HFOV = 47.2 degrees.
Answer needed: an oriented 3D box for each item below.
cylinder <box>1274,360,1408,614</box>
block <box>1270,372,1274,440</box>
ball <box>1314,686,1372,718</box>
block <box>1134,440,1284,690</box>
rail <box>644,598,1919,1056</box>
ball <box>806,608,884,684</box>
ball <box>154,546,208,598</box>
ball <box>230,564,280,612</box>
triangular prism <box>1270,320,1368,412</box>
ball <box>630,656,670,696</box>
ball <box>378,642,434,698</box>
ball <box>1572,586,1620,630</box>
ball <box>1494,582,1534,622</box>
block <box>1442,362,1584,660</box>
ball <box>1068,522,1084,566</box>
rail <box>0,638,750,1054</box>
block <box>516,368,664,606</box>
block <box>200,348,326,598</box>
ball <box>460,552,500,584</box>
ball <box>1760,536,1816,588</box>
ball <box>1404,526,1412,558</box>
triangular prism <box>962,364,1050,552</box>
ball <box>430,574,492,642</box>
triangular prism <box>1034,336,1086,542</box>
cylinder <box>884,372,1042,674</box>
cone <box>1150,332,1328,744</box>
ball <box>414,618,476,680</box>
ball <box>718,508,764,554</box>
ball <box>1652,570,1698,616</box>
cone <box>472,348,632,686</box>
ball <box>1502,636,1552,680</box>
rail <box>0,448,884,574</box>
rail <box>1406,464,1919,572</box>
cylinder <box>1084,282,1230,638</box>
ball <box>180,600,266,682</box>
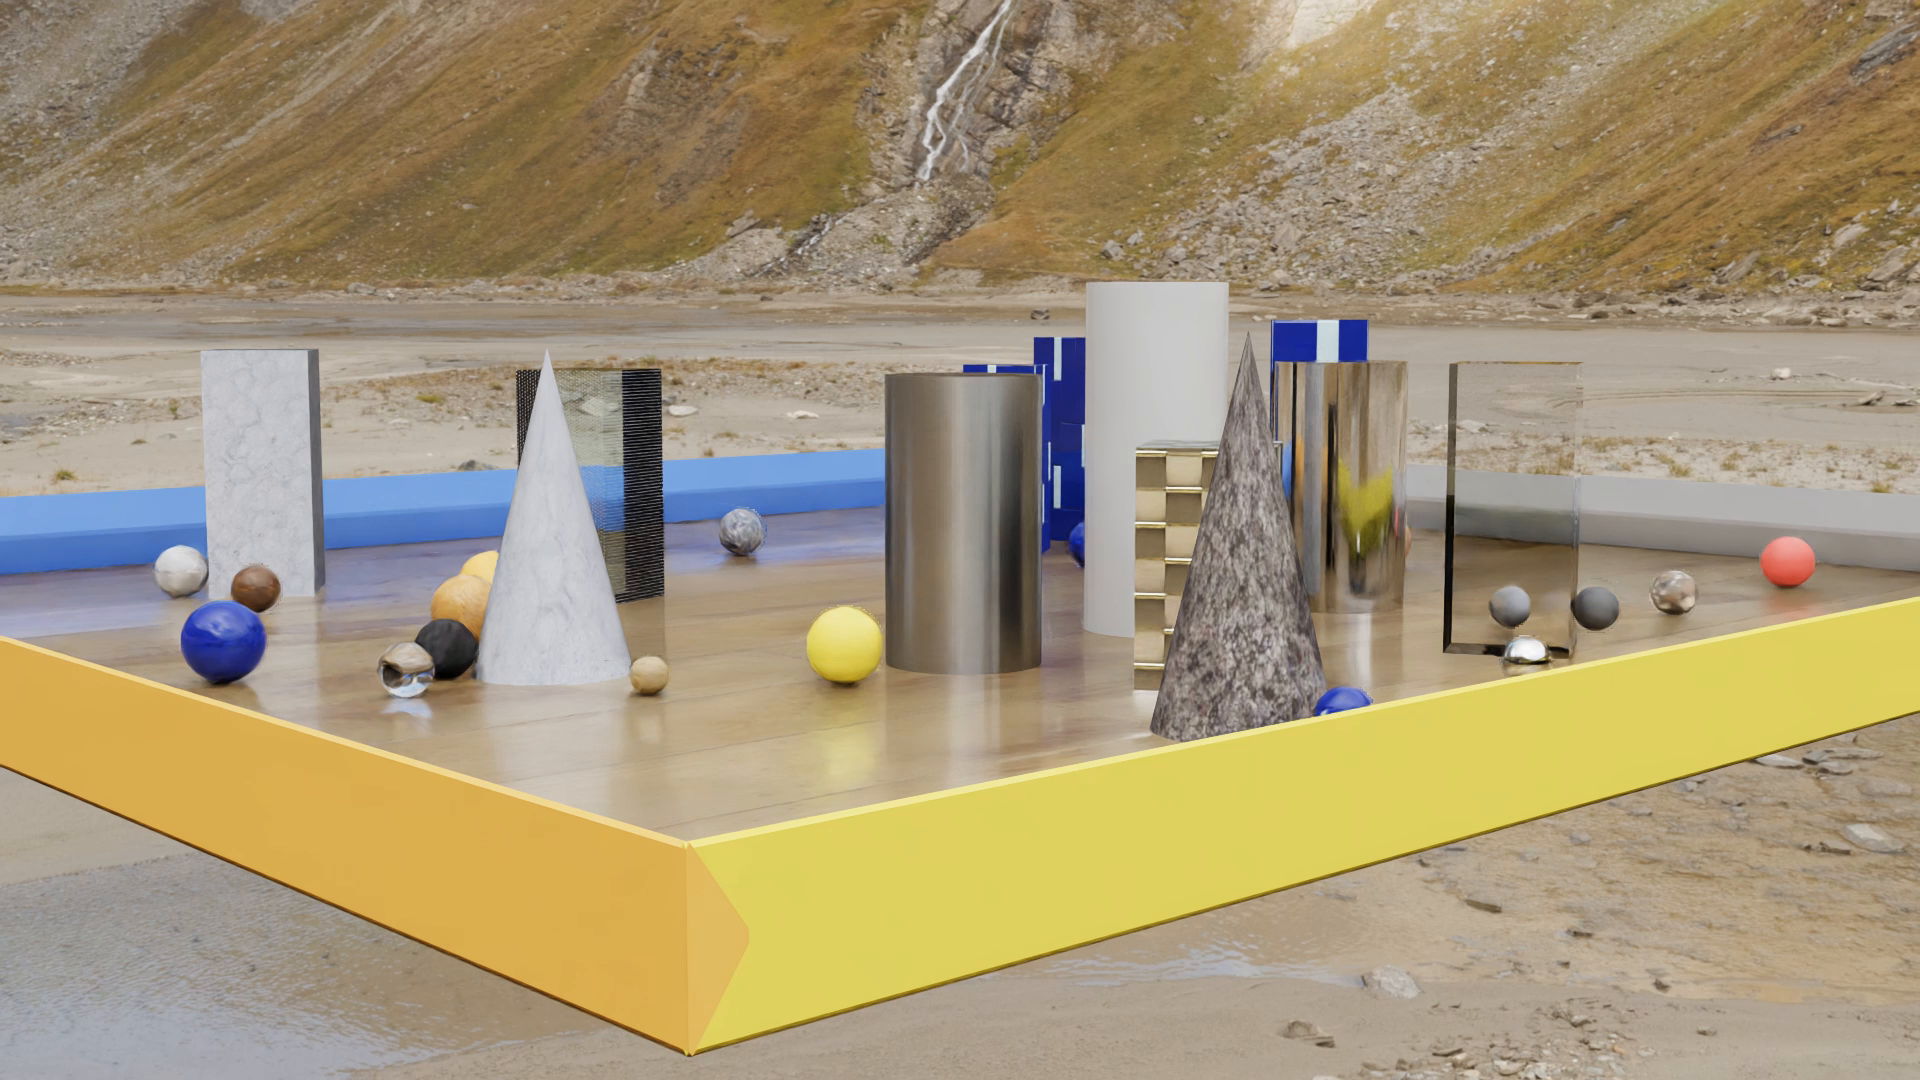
[{"bbox_3d":[0.573,-0.085,3.320,0.198,0.369,0.198,0,6,0],"label":"cylinder"},{"bbox_3d":[0.616,-0.102,3.598,0.159,0.344,0.159,-2,6,-21],"label":"block"},{"bbox_3d":[0.395,0.180,2.262,0.061,0.061,0.061,0,6,0],"label":"ball"},{"bbox_3d":[0.299,0.028,2.635,0.159,0.286,0.159,1,6,12],"label":"block"},{"bbox_3d":[0.923,0.137,2.337,2.998,0.129,0.045,-5,8,-42],"label":"rail"},{"bbox_3d":[-0.138,0.126,2.630,0.092,0.092,0.092,0,6,0],"label":"ball"},{"bbox_3d":[-1.211,0.049,3.422,0.082,0.082,0.082,0,6,0],"label":"ball"},{"bbox_3d":[-1.041,0.072,3.251,0.071,0.071,0.071,0,6,0],"label":"ball"},{"bbox_3d":[0.652,-0.191,4.050,0.172,0.428,0.149,0,6,4],"label":"triangular prism"},{"bbox_3d":[-0.360,0.157,2.553,0.046,0.046,0.046,0,6,0],"label":"ball"},{"bbox_3d":[-0.639,0.150,2.539,0.064,0.064,0.064,0,6,0],"label":"ball"},{"bbox_3d":[0.824,0.088,2.850,0.058,0.058,0.058,0,6,0],"label":"ball"},{"bbox_3d":[0.796,0.088,3.160,0.058,0.058,0.058,0,6,0],"label":"ball"},{"bbox_3d":[0.730,-0.045,2.898,0.159,0.376,0.159,2,6,19],"label":"block"},{"bbox_3d":[0.229,0.007,3.814,0.084,0.084,0.084,0,6,0],"label":"ball"},{"bbox_3d":[-1.084,0.137,2.337,0.045,0.129,2.770,-5,8,-42],"label":"rail"},{"bbox_3d":[-0.570,-0.086,3.399,0.159,0.355,0.159,3,7,25],"label":"block"},{"bbox_3d":[-1.103,-0.110,3.490,0.159,0.383,0.159,-1,6,-10],"label":"block"},{"bbox_3d":[-0.683,0.064,3.204,0.096,0.096,0.096,0,6,0],"label":"ball"},{"bbox_3d":[1.337,0.035,3.552,0.083,0.083,0.083,0,6,0],"label":"ball"},{"bbox_3d":[0.739,0.002,3.825,0.091,0.091,0.091,0,6,0],"label":"ball"},{"bbox_3d":[0.119,-0.152,4.077,0.172,0.346,0.149,5,8,40],"label":"triangular prism"},{"bbox_3d":[-0.663,0.092,2.950,0.093,0.093,0.093,0,6,0],"label":"ball"},{"bbox_3d":[0.257,-0.199,4.299,0.172,0.393,0.149,5,8,42],"label":"triangular prism"},{"bbox_3d":[0.005,-0.026,2.776,0.198,0.365,0.198,0,6,0],"label":"cylinder"},{"bbox_3d":[0.302,-0.009,2.324,0.198,0.425,0.198,0,6,0],"label":"cone"},{"bbox_3d":[-0.624,0.132,2.665,0.074,0.074,0.074,0,6,0],"label":"ball"},{"bbox_3d":[-0.400,-0.015,4.026,0.084,0.084,0.084,0,6,0],"label":"ball"},{"bbox_3d":[1.047,0.077,3.223,0.066,0.066,0.066,0,6,0],"label":"ball"},{"bbox_3d":[-0.503,-0.036,2.698,0.198,0.400,0.198,0,6,0],"label":"cone"},{"bbox_3d":[0.675,0.145,2.616,0.059,0.059,0.059,0,6,0],"label":"ball"},{"bbox_3d":[-0.923,-0.070,4.327,2.998,0.129,0.045,-5,8,-42],"label":"rail"},{"bbox_3d":[1.084,-0.070,4.327,0.045,0.129,2.770,-5,8,-42],"label":"rail"},{"bbox_3d":[0.273,-0.116,3.072,0.198,0.483,0.198,0,6,0],"label":"cylinder"},{"bbox_3d":[-0.884,0.122,2.641,0.099,0.099,0.099,0,6,0],"label":"ball"}]
